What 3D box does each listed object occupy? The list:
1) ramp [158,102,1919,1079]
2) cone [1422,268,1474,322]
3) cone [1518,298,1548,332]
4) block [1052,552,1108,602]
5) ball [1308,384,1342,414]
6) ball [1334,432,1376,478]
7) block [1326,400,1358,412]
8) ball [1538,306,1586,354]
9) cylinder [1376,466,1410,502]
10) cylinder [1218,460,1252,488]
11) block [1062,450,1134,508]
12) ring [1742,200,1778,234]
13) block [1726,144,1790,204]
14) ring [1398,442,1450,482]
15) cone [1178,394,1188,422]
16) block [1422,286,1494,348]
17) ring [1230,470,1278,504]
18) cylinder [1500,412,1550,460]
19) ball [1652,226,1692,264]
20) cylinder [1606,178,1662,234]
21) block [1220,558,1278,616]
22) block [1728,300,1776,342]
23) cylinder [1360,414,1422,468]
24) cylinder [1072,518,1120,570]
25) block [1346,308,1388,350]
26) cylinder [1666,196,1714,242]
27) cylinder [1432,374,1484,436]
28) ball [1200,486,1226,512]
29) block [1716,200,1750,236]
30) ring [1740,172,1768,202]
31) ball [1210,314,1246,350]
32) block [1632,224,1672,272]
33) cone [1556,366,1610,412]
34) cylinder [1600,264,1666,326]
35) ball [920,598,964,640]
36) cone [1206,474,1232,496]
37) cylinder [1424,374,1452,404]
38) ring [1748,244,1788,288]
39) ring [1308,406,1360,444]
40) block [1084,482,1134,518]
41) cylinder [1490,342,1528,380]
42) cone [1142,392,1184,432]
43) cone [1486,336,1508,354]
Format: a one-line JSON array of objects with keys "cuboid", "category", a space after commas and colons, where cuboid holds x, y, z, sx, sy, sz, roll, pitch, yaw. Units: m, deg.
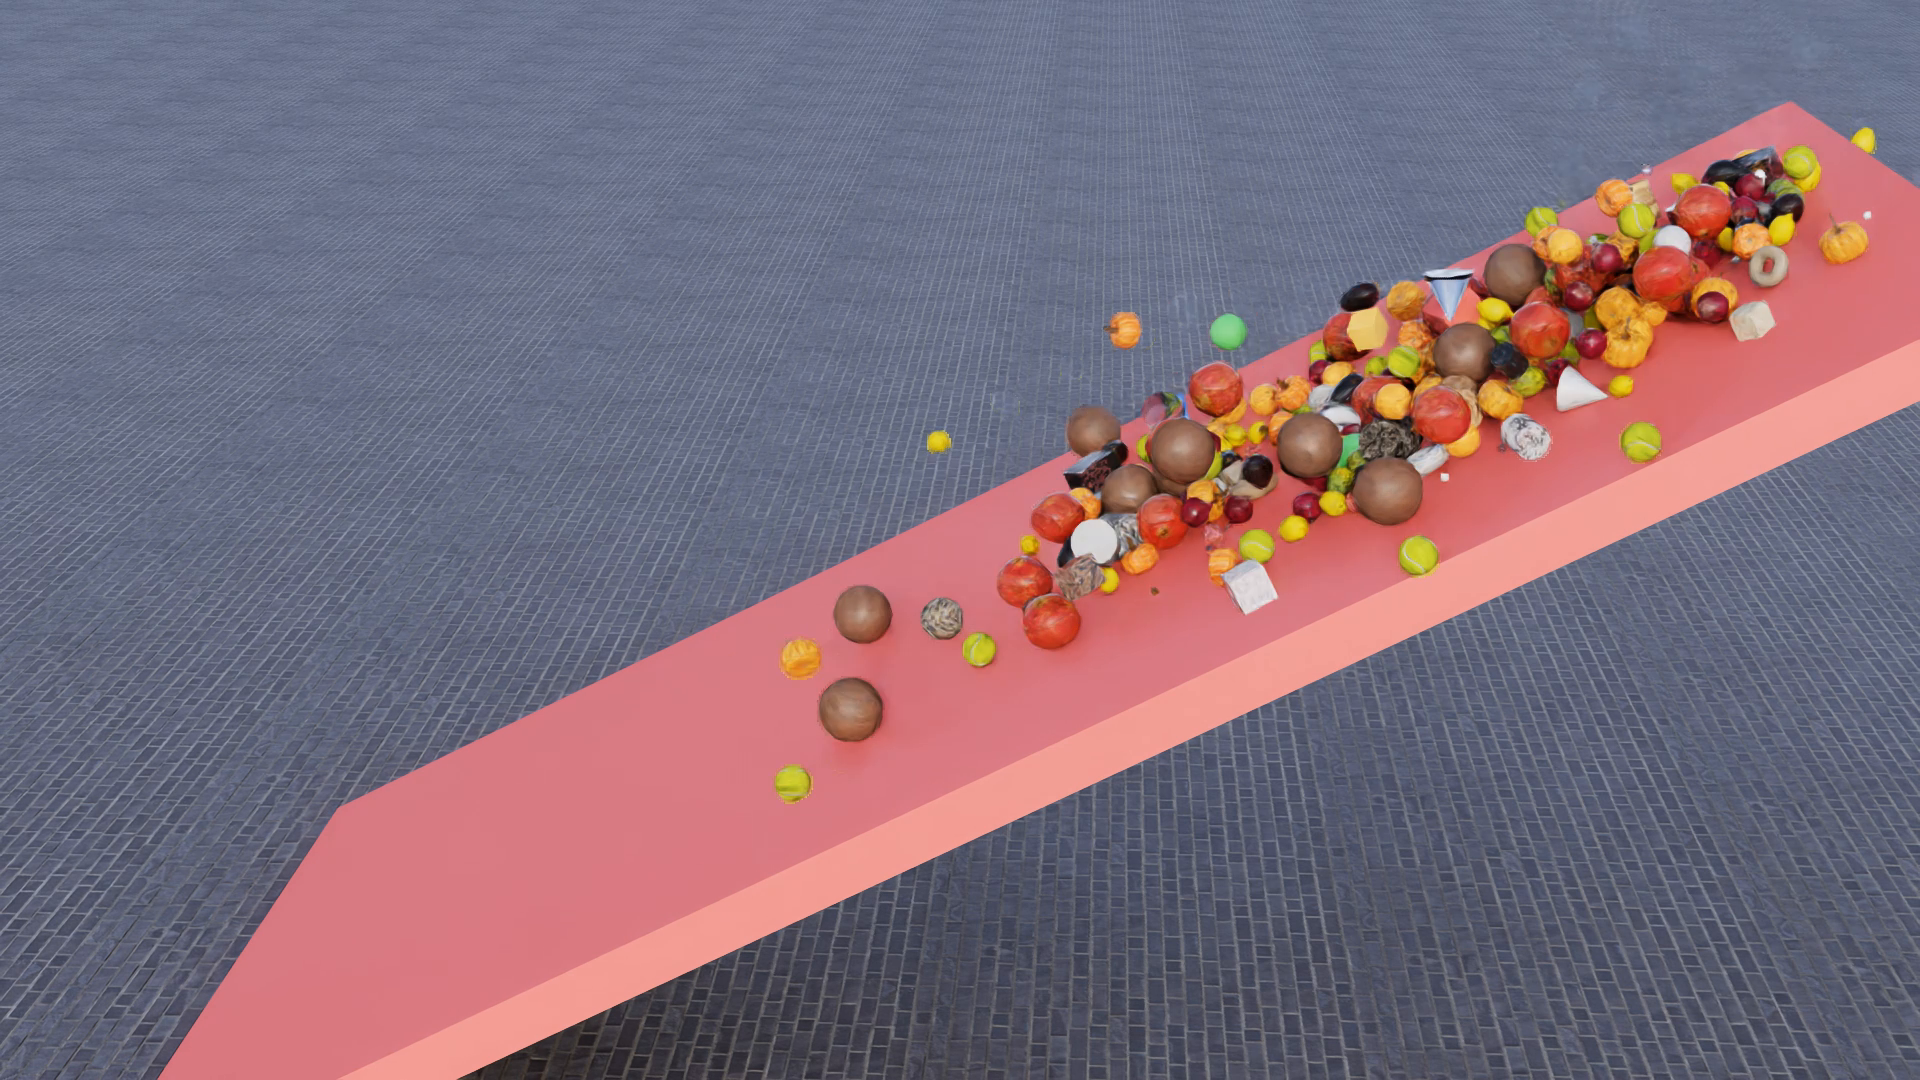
[{"cuboid": [0.140, 0.167, 6.281, 4.000, 0.100, 2.000, -26, 14, 10], "category": "ramp"}, {"cuboid": [0.960, -0.475, 5.771, 0.100, 0.100, 0.100, -5, 14, 1], "category": "cone"}, {"cuboid": [1.216, -0.467, 6.141, 0.073, 0.073, 0.073, -15, 17, -39], "category": "cone"}, {"cuboid": [0.233, 0.072, 5.734, 0.064, 0.064, 0.064, -34, 5, -31], "category": "block"}, {"cuboid": [0.787, -0.300, 6.342, 0.072, 0.072, 0.072, 0, 17, 0], "category": "ball"}, {"cuboid": [0.787, -0.168, 5.831, 0.089, 0.089, 0.089, 0, 17, 0], "category": "ball"}, {"cuboid": [0.786, -0.246, 6.108, 0.060, 0.060, 0.060, 19, 22, 5], "category": "block"}, {"cuboid": [1.199, -0.417, 5.861, 0.094, 0.094, 0.094, 0, 17, 0], "category": "ball"}, {"cuboid": [0.820, -0.107, 5.581, 0.050, 0.050, 0.050, 23, 3, -1], "category": "cylinder"}, {"cuboid": [0.578, -0.134, 6.194, 0.051, 0.051, 0.051, -35, 32, -25], "category": "cylinder"}, {"cuboid": [0.310, -0.136, 6.627, 0.096, 0.096, 0.096, -34, 15, -21], "category": "block"}, {"cuboid": [1.630, -0.656, 5.988, 0.078, 0.026, 0.078, 8, 58, -13], "category": "ring"}, {"cuboid": [1.687, -0.764, 6.217, 0.092, 0.092, 0.092, -20, 16, 30], "category": "block"}, {"cuboid": [0.892, -0.150, 5.656, 0.110, 0.037, 0.110, -32, 6, 4], "category": "ring"}, {"cuboid": [0.506, -0.291, 6.712, 0.060, 0.060, 0.060, -11, 56, -31], "category": "cone"}, {"cuboid": [1.035, -0.471, 6.116, 0.088, 0.088, 0.088, -46, 29, -4], "category": "block"}, {"cuboid": [0.608, -0.109, 6.074, 0.107, 0.036, 0.107, -25, 10, 5], "category": "ring"}, {"cuboid": [1.037, -0.191, 5.401, 0.066, 0.066, 0.066, -6, 27, -19], "category": "cylinder"}, {"cuboid": [1.390, -0.577, 5.744, 0.075, 0.075, 0.075, 0, 17, 0], "category": "ball"}, {"cuboid": [1.377, -0.682, 6.004, 0.087, 0.087, 0.087, -22, -1, 0], "category": "cylinder"}, {"cuboid": [0.535, 0.086, 5.447, 0.070, 0.070, 0.070, -29, 14, -3], "category": "block"}, {"cuboid": [1.465, -0.405, 5.443, 0.052, 0.052, 0.052, -36, 16, -30], "category": "block"}, {"cuboid": [0.836, -0.193, 5.708, 0.092, 0.092, 0.092, 10, 15, 30], "category": "cylinder"}, {"cuboid": [0.275, 0.010, 5.970, 0.094, 0.094, 0.094, 2, -8, 6], "category": "cylinder"}, {"cuboid": [0.844, -0.436, 6.083, 0.058, 0.058, 0.058, -8, 43, 32], "category": "block"}, {"cuboid": [1.502, -0.657, 6.052, 0.077, 0.077, 0.077, -24, 10, 5], "category": "cylinder"}, {"cuboid": [0.981, -0.266, 5.789, 0.095, 0.095, 0.095, 2, 22, 6], "category": "cylinder"}, {"cuboid": [0.526, -0.085, 6.119, 0.052, 0.052, 0.052, 0, 17, 0], "category": "ball"}, {"cuboid": [1.587, -0.659, 6.032, 0.056, 0.056, 0.056, 4, -12, -7], "category": "block"}, {"cuboid": [1.645, -0.728, 6.091, 0.027, 0.081, 0.081, 32, 17, -5], "category": "ring"}, {"cuboid": [0.603, -0.467, 6.618, 0.082, 0.082, 0.082, 0, 17, 0], "category": "ball"}, {"cuboid": [1.454, -0.605, 6.112, 0.065, 0.065, 0.065, -48, 14, -20], "category": "block"}, {"cuboid": [1.184, -0.277, 5.550, 0.089, 0.089, 0.089, 13, 21, 30], "category": "cone"}, {"cuboid": [1.350, -0.492, 5.898, 0.091, 0.091, 0.091, -36, 35, -30], "category": "cylinder"}, {"cuboid": [-0.038, 0.167, 6.228, 0.091, 0.091, 0.091, 0, 17, 0], "category": "ball"}, {"cuboid": [0.556, -0.104, 6.178, 0.061, 0.061, 0.061, 7, 19, 23], "category": "cone"}, {"cuboid": [0.988, -0.308, 6.008, 0.059, 0.059, 0.059, -5, -2, -15], "category": "cylinder"}, {"cuboid": [1.556, -0.527, 5.662, 0.028, 0.084, 0.084, 9, 7, -42], "category": "ring"}, {"cuboid": [0.766, -0.235, 6.034, 0.114, 0.114, 0.038, -5, 60, -17], "category": "ring"}, {"cuboid": [0.327, -0.074, 6.438, 0.066, 0.066, 0.066, -16, 18, 40], "category": "block"}, {"cuboid": [1.055, -0.344, 5.648, 0.053, 0.053, 0.053, 36, -6, -35], "category": "cylinder"}, {"cuboid": [0.452, -0.264, 6.532, 0.096, 0.096, 0.096, 0, 28, 1], "category": "cone"}, {"cuboid": [1.107, -0.384, 6.074, 0.054, 0.054, 0.054, 6, 39, 18], "category": "cone"}]
